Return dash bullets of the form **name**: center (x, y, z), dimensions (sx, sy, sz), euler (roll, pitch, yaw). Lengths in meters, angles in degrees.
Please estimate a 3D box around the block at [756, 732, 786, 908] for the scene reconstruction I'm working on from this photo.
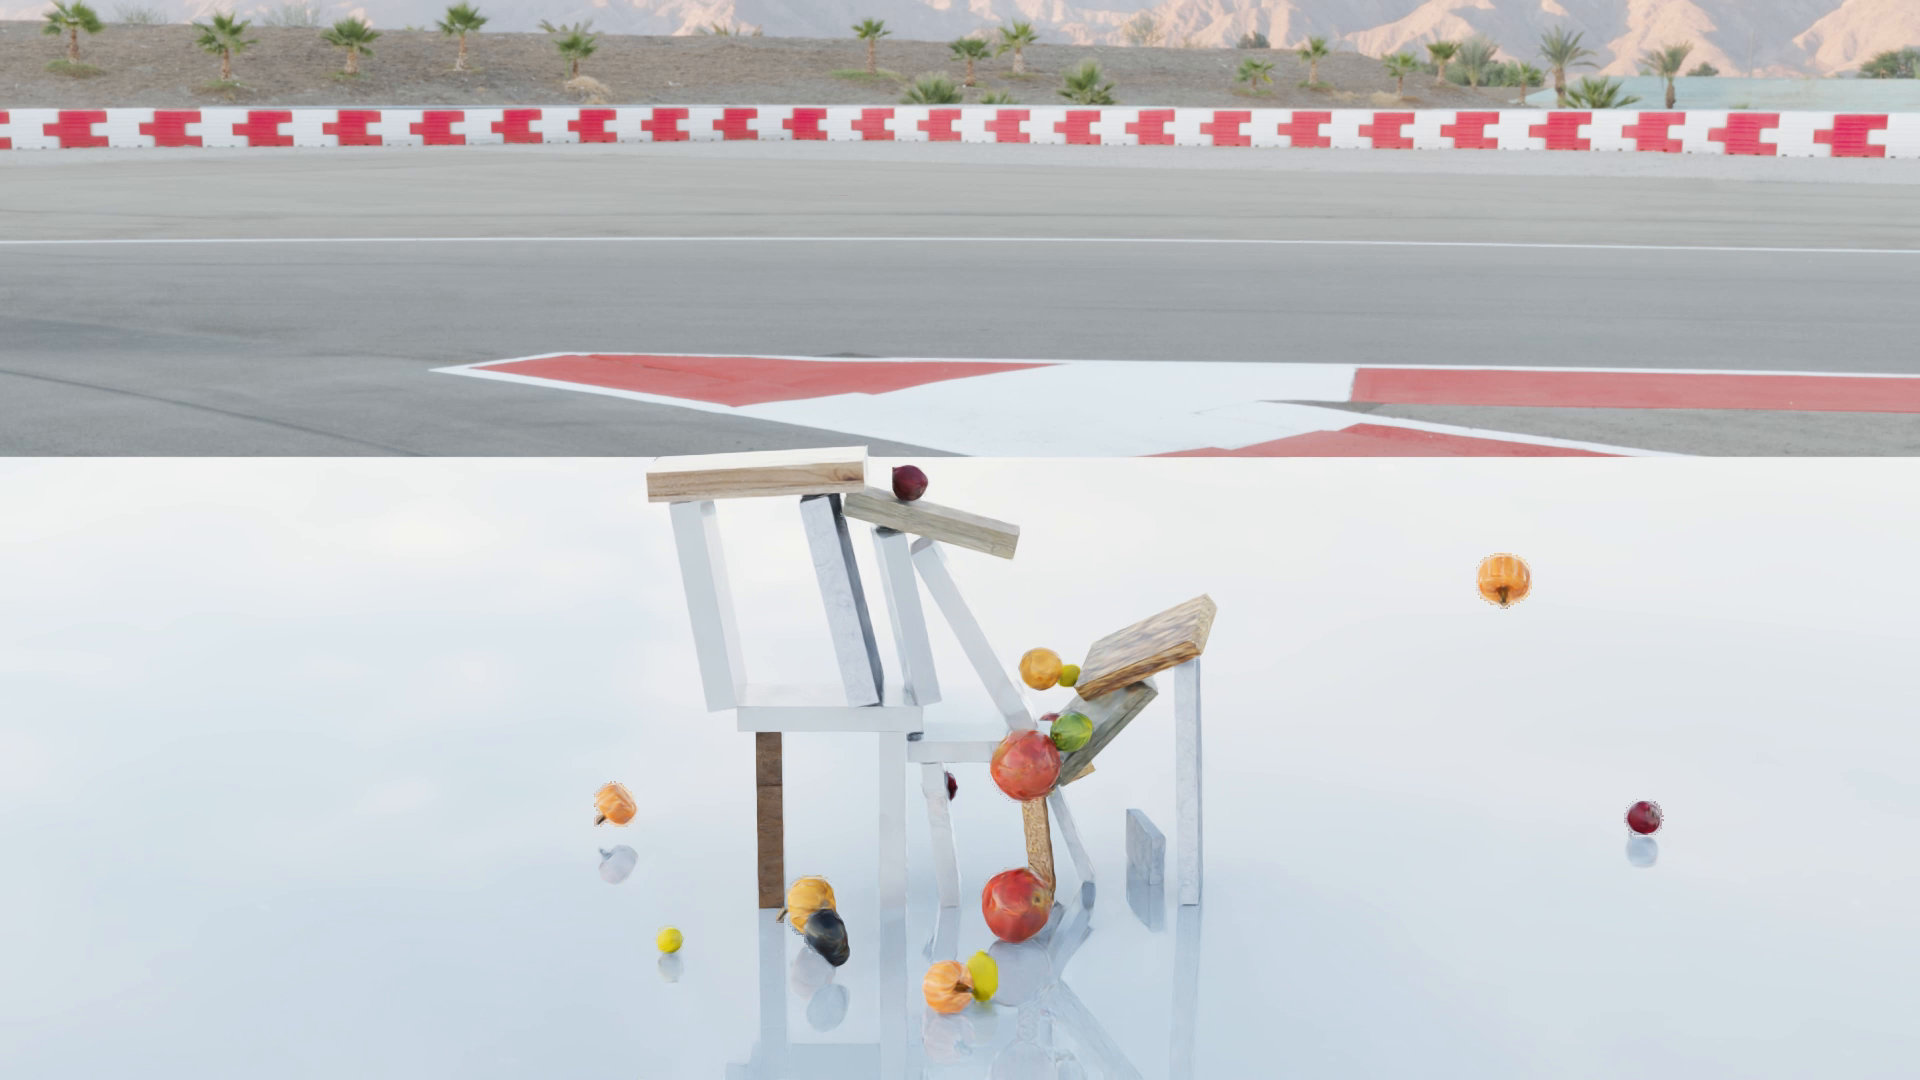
- **block**: center (-0.313, 0.443, 3.645), dimensions (0.042, 0.299, 0.149), euler (-1, 11, -3)

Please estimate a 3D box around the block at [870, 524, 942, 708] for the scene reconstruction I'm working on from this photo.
- **block**: center (-0.088, 0.116, 3.571), dimensions (0.040, 0.283, 0.141), euler (-14, 12, -8)

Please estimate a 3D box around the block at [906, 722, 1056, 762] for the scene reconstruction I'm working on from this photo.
- **block**: center (0.034, 0.332, 3.621), dimensions (0.243, 0.034, 0.121), euler (0, 11, -1)

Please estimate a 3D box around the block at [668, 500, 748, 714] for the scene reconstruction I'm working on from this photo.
- **block**: center (-0.407, 0.092, 3.576), dimensions (0.048, 0.342, 0.171), euler (-9, 10, 2)

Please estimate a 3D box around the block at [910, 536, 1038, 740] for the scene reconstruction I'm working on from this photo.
- **block**: center (0.023, 0.155, 3.593), dimensions (0.040, 0.346, 0.141), euler (-29, 8, 4)

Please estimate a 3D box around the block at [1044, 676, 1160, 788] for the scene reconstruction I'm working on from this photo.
- **block**: center (0.229, 0.292, 3.685), dimensions (0.034, 0.239, 0.120), euler (32, 23, -26)

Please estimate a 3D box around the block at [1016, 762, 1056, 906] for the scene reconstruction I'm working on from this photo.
- **block**: center (0.127, 0.469, 3.647), dimensions (0.034, 0.243, 0.122), euler (-6, 10, 5)

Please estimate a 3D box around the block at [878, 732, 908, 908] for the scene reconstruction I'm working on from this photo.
- **block**: center (-0.110, 0.442, 3.645), dimensions (0.042, 0.299, 0.149), euler (0, 11, 0)

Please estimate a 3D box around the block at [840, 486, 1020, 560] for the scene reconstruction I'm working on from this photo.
- **block**: center (-0.046, -0.032, 3.554), dimensions (0.283, 0.040, 0.141), euler (15, 7, 0)

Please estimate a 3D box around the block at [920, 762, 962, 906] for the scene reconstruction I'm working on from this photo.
- **block**: center (-0.030, 0.470, 3.643), dimensions (0.034, 0.243, 0.122), euler (-7, 10, 1)

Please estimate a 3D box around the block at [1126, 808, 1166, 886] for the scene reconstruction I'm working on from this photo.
- **block**: center (0.318, 0.526, 3.783), dimensions (0.023, 0.083, 0.166), euler (-1, 10, -11)

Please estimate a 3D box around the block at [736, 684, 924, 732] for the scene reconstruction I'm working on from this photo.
- **block**: center (-0.210, 0.275, 3.614), dimensions (0.299, 0.042, 0.149), euler (0, 11, 0)

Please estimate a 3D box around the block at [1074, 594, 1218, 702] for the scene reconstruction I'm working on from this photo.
- **block**: center (0.302, 0.176, 3.574), dimensions (0.239, 0.034, 0.120), euler (-26, 24, 35)

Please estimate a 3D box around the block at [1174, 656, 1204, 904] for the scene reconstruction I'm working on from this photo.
- **block**: center (0.379, 0.378, 3.635), dimensions (0.034, 0.428, 0.120), euler (0, 10, 10)

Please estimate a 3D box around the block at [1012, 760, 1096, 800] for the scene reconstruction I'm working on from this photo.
- **block**: center (0.163, 0.415, 3.810), dimensions (0.083, 0.023, 0.166), euler (-28, -11, 26)

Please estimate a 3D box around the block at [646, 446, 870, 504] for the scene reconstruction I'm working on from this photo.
- **block**: center (-0.322, -0.106, 3.540), dimensions (0.342, 0.048, 0.171), euler (-3, 10, 0)

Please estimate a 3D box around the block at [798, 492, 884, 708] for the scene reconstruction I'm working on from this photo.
- **block**: center (-0.190, 0.085, 3.575), dimensions (0.048, 0.342, 0.171), euler (-13, 10, 4)

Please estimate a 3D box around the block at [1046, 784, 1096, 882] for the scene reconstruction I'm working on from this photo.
- **block**: center (0.186, 0.493, 3.707), dimensions (0.023, 0.166, 0.083), euler (-22, -6, 3)
